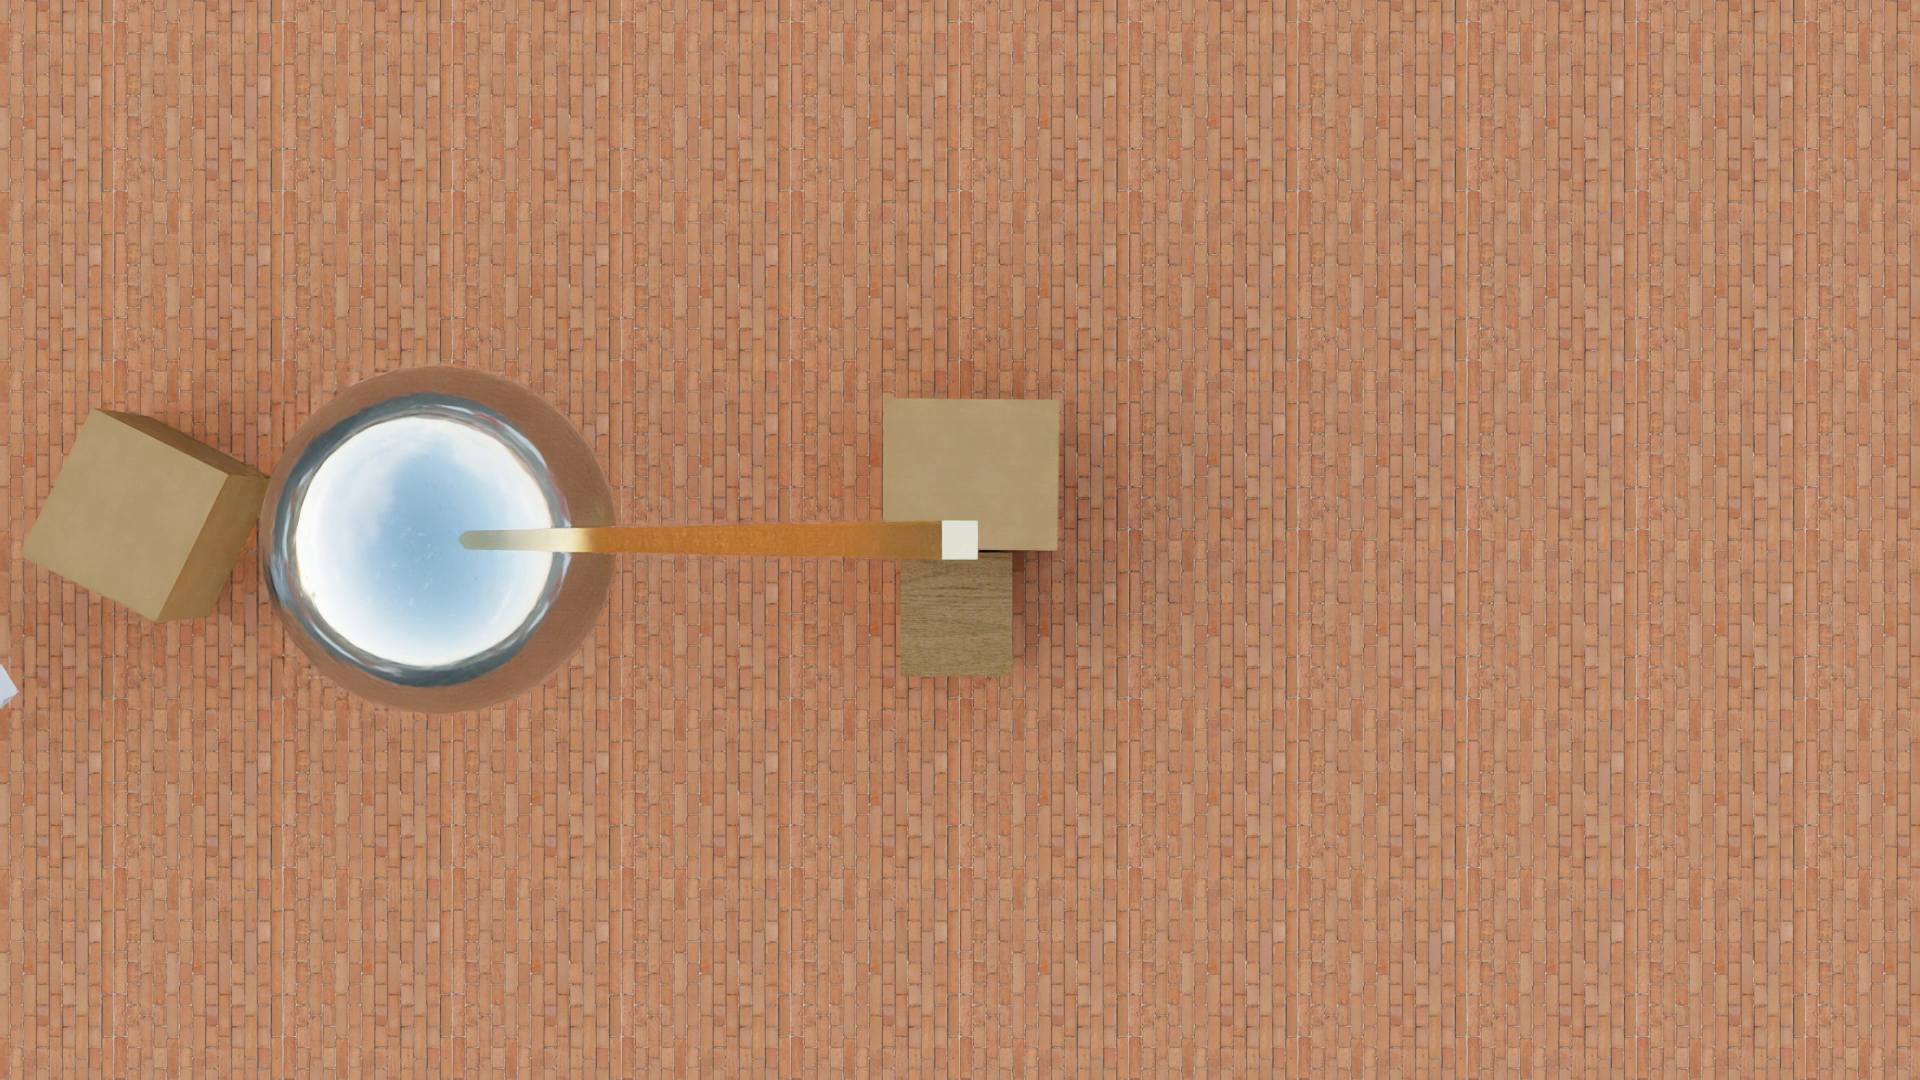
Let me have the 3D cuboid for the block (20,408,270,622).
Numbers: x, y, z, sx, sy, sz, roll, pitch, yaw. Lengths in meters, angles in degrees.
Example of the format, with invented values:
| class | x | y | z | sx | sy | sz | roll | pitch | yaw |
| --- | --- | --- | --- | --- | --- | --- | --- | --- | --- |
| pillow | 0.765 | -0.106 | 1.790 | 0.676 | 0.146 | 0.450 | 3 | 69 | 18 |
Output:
| class | x | y | z | sx | sy | sz | roll | pitch | yaw |
| --- | --- | --- | --- | --- | --- | --- | --- | --- | --- |
| block | -4.617 | -0.139 | 12.571 | 0.839 | 0.858 | 0.908 | 26 | 90 | 0 |

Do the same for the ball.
| class | x | y | z | sx | sy | sz | roll | pitch | yaw |
| --- | --- | --- | --- | --- | --- | --- | --- | --- | --- |
| ball | -2.377 | 0.000 | 10.076 | 1.600 | 1.600 | 1.600 | 0 | 90 | 0 |

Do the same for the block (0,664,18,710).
| class | x | y | z | sx | sy | sz | roll | pitch | yaw |
| --- | --- | --- | --- | --- | --- | --- | --- | --- | --- |
| block | -5.268 | 0.716 | 10.939 | 0.682 | 0.657 | 0.681 | -34 | 93 | -43 |

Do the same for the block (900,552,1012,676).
| class | x | y | z | sx | sy | sz | roll | pitch | yaw |
| --- | --- | --- | --- | --- | --- | --- | --- | --- | --- |
| block | -0.019 | 0.416 | 12.643 | 0.626 | 0.713 | 0.692 | 0 | 90 | 0 |

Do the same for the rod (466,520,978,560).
| class | x | y | z | sx | sy | sz | roll | pitch | yaw |
| --- | --- | --- | --- | --- | --- | --- | --- | --- | --- |
| rod | -1.030 | 0.000 | 6.955 | 0.080 | 5.200 | 0.080 | 0 | 90 | -23 |

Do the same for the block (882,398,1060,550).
| class | x | y | z | sx | sy | sz | roll | pitch | yaw |
| --- | --- | --- | --- | --- | --- | --- | --- | --- | --- |
| block | 0.060 | -0.359 | 12.500 | 0.956 | 1.000 | 0.822 | 1 | 90 | 0 |
